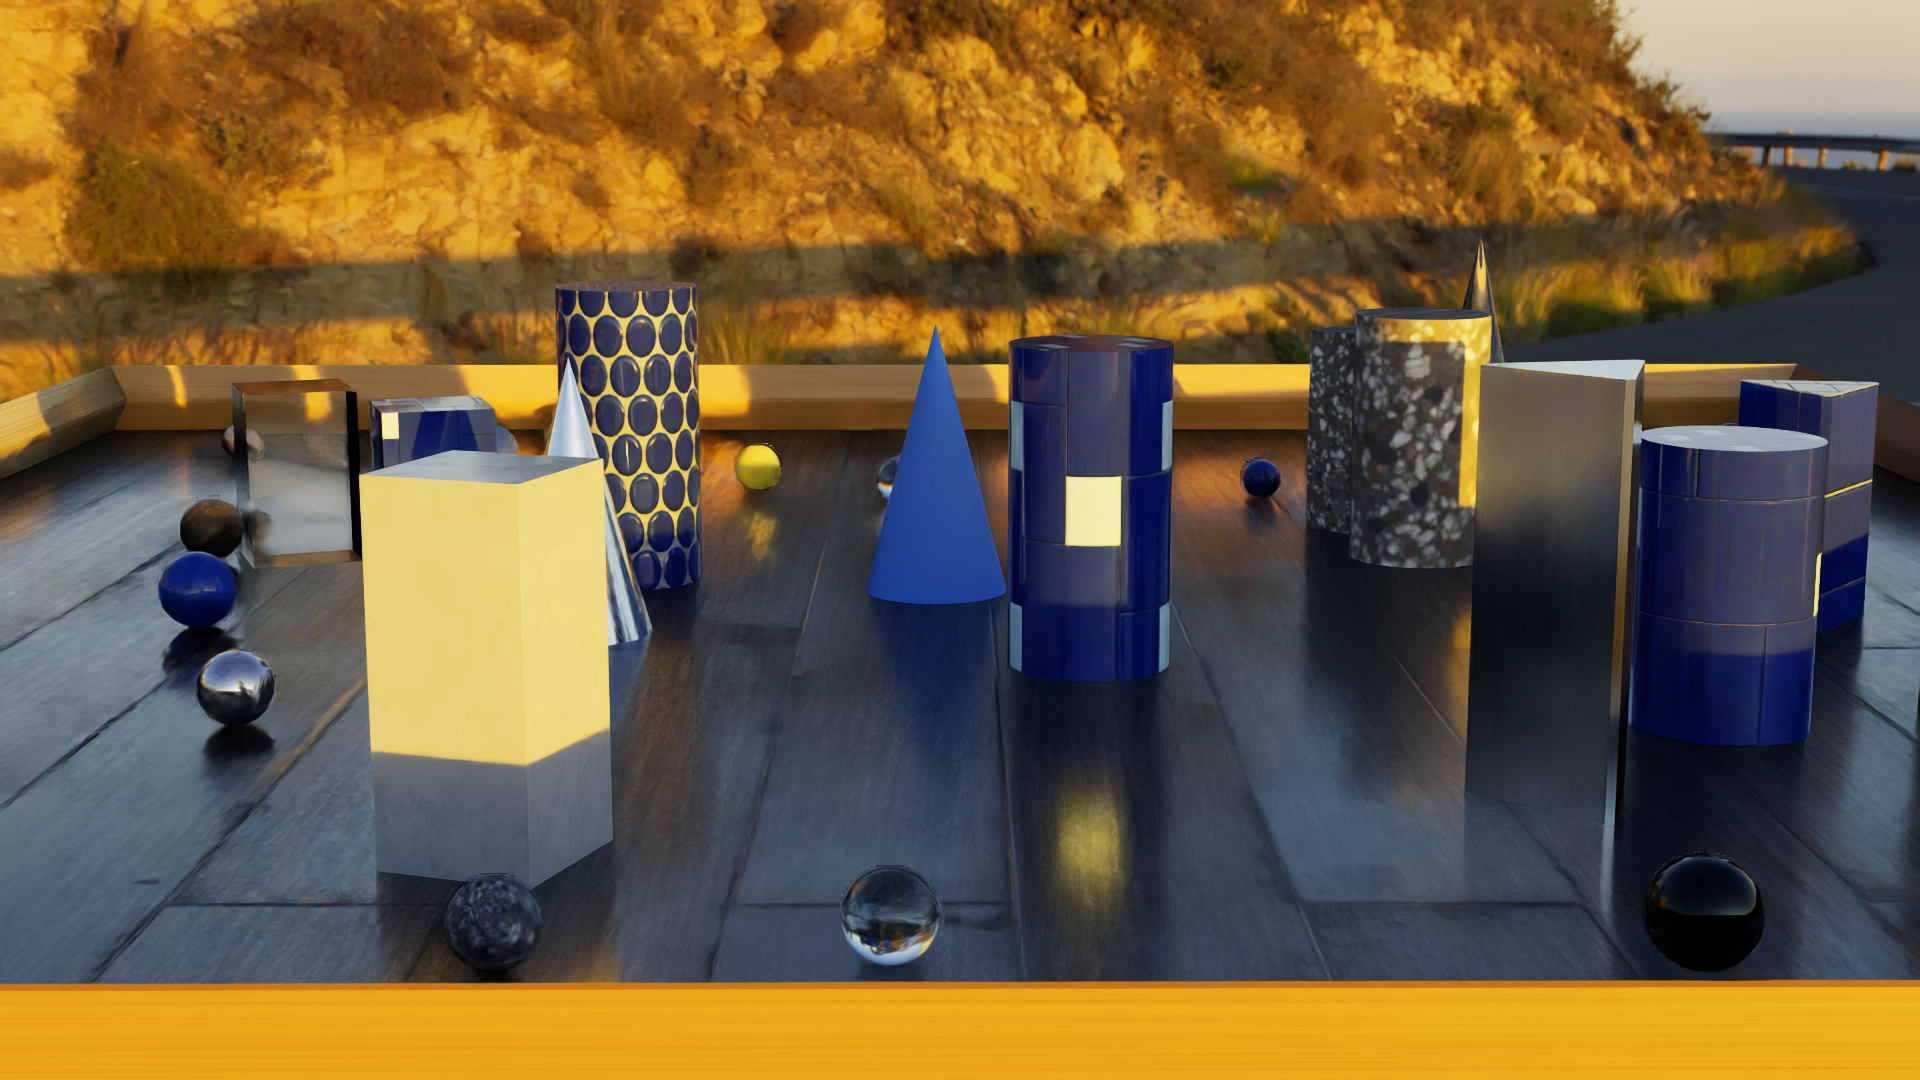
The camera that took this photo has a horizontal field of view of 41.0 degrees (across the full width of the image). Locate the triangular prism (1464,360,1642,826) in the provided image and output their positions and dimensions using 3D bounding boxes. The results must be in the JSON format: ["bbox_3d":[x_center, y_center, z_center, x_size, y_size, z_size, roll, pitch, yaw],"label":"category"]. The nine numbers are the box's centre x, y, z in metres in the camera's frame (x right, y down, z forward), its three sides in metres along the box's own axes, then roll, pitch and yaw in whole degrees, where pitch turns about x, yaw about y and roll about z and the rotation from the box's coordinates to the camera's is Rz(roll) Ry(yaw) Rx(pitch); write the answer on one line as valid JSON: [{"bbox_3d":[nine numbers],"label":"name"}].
[{"bbox_3d":[0.628,0.043,2.564,0.150,0.435,0.173,-9,14,-41],"label":"triangular prism"}]

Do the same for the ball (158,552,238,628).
[{"bbox_3d":[-1.000,0.065,3.365,0.100,0.100,0.100,0,10,0],"label":"ball"}]

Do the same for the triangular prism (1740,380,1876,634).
[{"bbox_3d":[1.102,-0.051,3.408,0.150,0.313,0.173,8,13,38],"label":"triangular prism"}]

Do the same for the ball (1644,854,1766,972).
[{"bbox_3d":[0.606,0.303,2.088,0.095,0.095,0.095,0,10,0],"label":"ball"}]

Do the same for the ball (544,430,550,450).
[{"bbox_3d":[-0.708,-0.172,4.660,0.095,0.095,0.095,0,10,0],"label":"ball"}]

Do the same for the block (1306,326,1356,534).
[{"bbox_3d":[0.667,-0.176,4.072,0.160,0.316,0.160,-9,14,-40],"label":"block"}]

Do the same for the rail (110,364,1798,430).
[{"bbox_3d":[-0.010,-0.285,5.174,3.414,0.130,0.045,0,10,0],"label":"rail"}]

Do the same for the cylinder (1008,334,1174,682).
[{"bbox_3d":[0.158,-0.043,3.136,0.200,0.396,0.200,0,10,0],"label":"cylinder"}]

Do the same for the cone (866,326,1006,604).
[{"bbox_3d":[-0.034,-0.115,3.582,0.200,0.375,0.200,0,10,0],"label":"cone"}]

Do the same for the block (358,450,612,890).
[{"bbox_3d":[-0.433,0.114,2.365,0.160,0.367,0.160,4,11,19],"label":"block"}]

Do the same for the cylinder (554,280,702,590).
[{"bbox_3d":[-0.472,-0.153,3.664,0.200,0.420,0.200,0,10,0],"label":"cylinder"}]

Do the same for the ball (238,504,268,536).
[{"bbox_3d":[-1.112,-0.031,4.020,0.052,0.052,0.052,0,10,0],"label":"ball"}]

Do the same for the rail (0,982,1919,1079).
[{"bbox_3d":[0.010,0.352,1.723,3.414,0.130,0.045,0,10,0],"label":"rail"}]

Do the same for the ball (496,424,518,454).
[{"bbox_3d":[-0.841,-0.161,4.608,0.094,0.094,0.094,0,10,0],"label":"ball"}]

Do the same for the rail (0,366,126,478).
[{"bbox_3d":[-1.683,0.035,3.439,0.045,0.130,3.557,0,10,0],"label":"rail"}]

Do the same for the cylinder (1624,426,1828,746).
[{"bbox_3d":[0.849,0.047,2.848,0.200,0.323,0.200,0,10,0],"label":"cylinder"}]

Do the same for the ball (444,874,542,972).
[{"bbox_3d":[-0.380,0.312,2.089,0.078,0.078,0.078,0,10,0],"label":"ball"}]

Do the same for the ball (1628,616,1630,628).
[{"bbox_3d":[0.871,0.093,3.296,0.071,0.071,0.071,0,10,0],"label":"ball"}]

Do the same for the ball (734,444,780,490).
[{"bbox_3d":[-0.352,-0.126,4.458,0.079,0.079,0.079,0,10,0],"label":"ball"}]

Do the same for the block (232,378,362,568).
[{"bbox_3d":[-0.993,-0.102,3.843,0.160,0.256,0.160,-4,11,-22],"label":"block"}]

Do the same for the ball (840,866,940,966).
[{"bbox_3d":[-0.057,0.308,2.102,0.081,0.081,0.081,0,10,0],"label":"ball"}]

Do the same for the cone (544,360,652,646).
[{"bbox_3d":[-0.501,-0.058,3.316,0.200,0.359,0.200,0,10,0],"label":"cone"}]

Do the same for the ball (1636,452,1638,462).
[{"bbox_3d":[1.184,-0.133,4.496,0.079,0.079,0.079,0,10,0],"label":"ball"}]

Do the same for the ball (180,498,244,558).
[{"bbox_3d":[-1.114,-0.017,3.821,0.092,0.092,0.092,0,10,0],"label":"ball"}]

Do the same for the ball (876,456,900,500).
[{"bbox_3d":[-0.098,-0.101,4.311,0.082,0.082,0.082,0,10,0],"label":"ball"}]

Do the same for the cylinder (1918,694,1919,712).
[{"bbox_3d":[1.192,0.026,2.876,0.200,0.355,0.200,0,10,0],"label":"cylinder"}]

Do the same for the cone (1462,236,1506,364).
[{"bbox_3d":[0.876,-0.293,4.354,0.200,0.445,0.200,0,10,0],"label":"cone"}]

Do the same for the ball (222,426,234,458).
[{"bbox_3d":[-1.346,-0.184,4.800,0.067,0.067,0.067,0,10,0],"label":"ball"}]

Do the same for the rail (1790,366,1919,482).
[{"bbox_3d":[1.683,0.032,3.458,0.045,0.130,3.557,0,10,0],"label":"rail"}]

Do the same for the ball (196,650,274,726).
[{"bbox_3d":[-0.810,0.165,2.867,0.085,0.085,0.085,0,10,0],"label":"ball"}]

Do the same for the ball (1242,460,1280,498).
[{"bbox_3d":[0.514,-0.105,4.379,0.065,0.065,0.065,0,10,0],"label":"ball"}]

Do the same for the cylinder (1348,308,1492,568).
[{"bbox_3d":[0.686,-0.156,3.832,0.200,0.365,0.200,0,10,0],"label":"cylinder"}]

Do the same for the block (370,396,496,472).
[{"bbox_3d":[-0.768,-0.078,3.751,0.160,0.242,0.160,-4,11,-19],"label":"block"}]
